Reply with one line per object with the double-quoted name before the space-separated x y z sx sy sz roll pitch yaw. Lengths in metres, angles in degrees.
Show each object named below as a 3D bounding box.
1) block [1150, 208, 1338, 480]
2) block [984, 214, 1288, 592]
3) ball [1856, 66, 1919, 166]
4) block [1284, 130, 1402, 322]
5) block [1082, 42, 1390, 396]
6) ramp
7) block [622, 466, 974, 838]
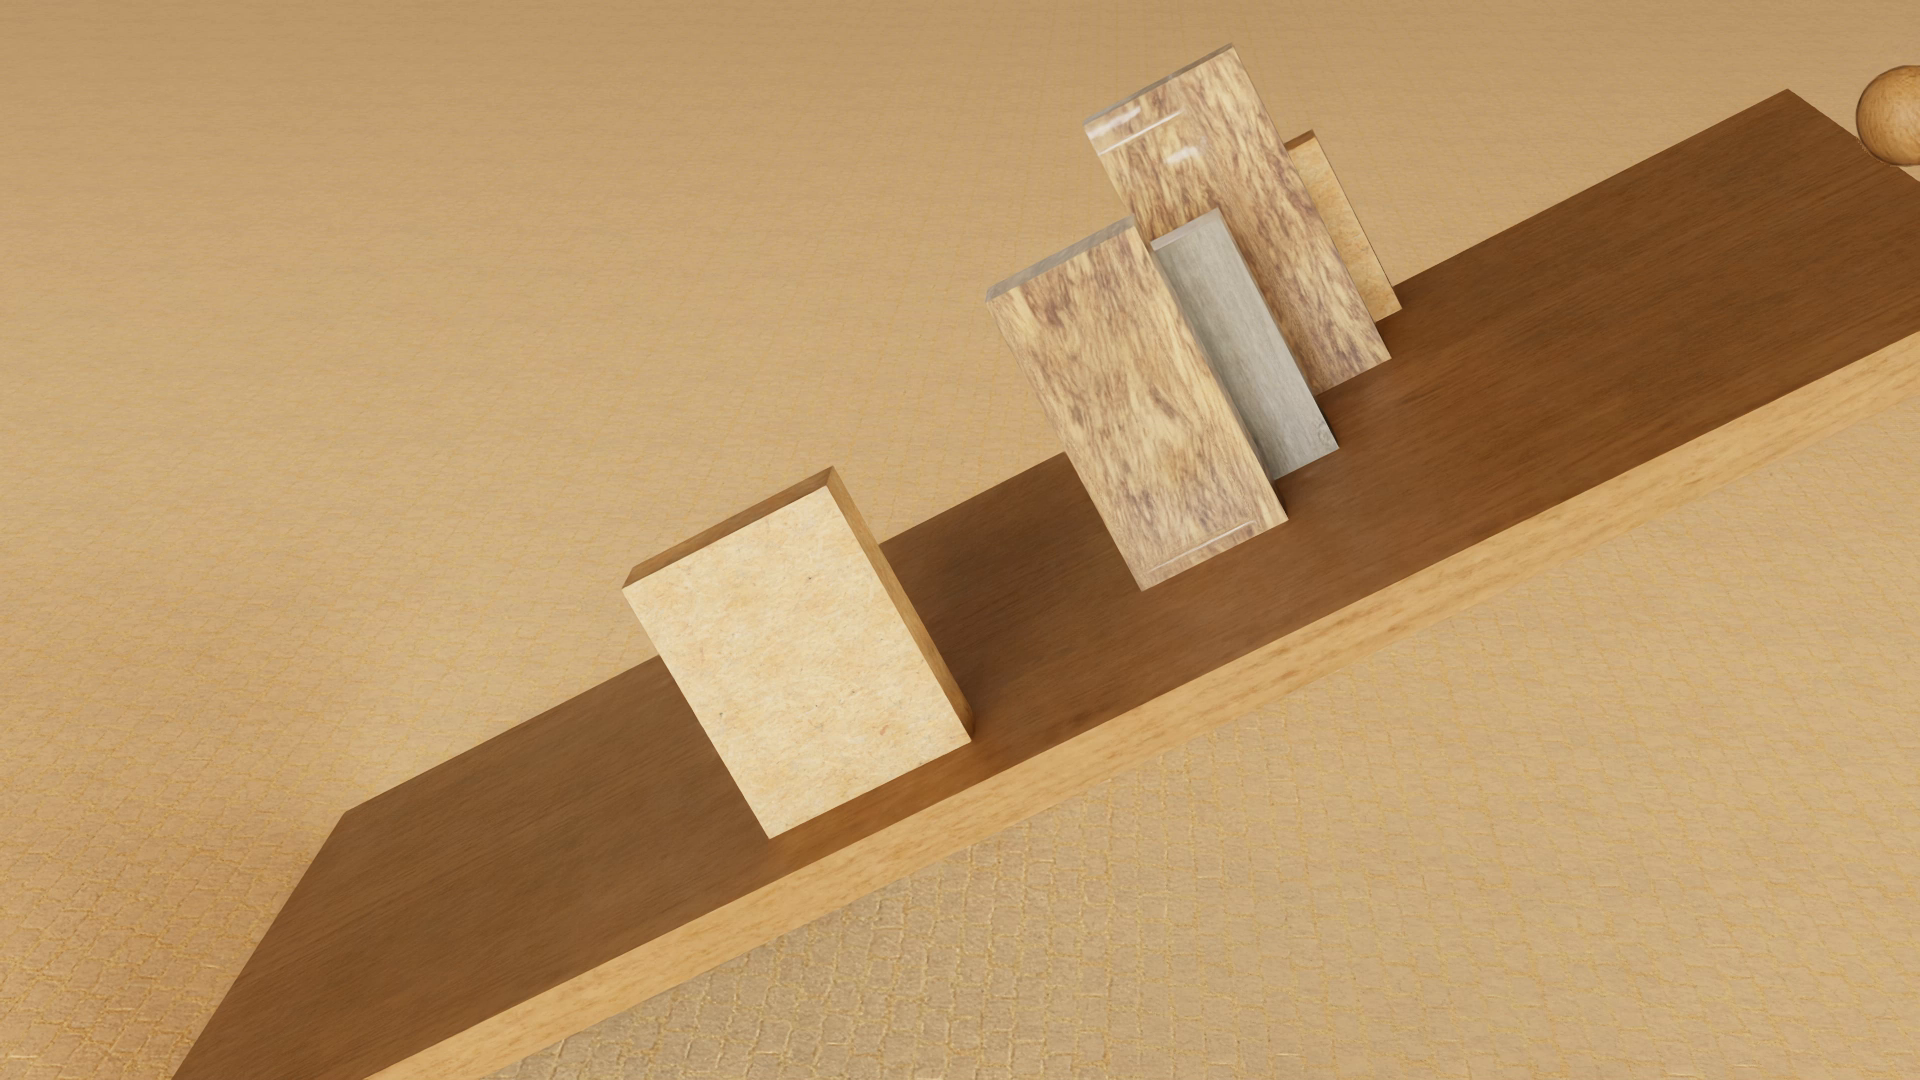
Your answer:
"block" 0.482 -0.349 6.090 0.396 0.545 0.112 -27 14 11
"block" 0.352 -0.270 5.818 0.326 0.664 0.134 -27 14 11
"ball" 1.889 -0.845 5.861 0.200 0.200 0.200 0 17 0
"block" 0.782 -0.675 6.838 0.314 0.452 0.111 -27 14 11
"block" 0.610 -0.660 6.460 0.364 0.772 0.084 -27 14 11
"ramp" 0.141 0.167 6.282 4.000 0.100 2.000 -27 14 11
"block" -0.302 0.216 5.595 0.441 0.567 0.136 -27 14 11
